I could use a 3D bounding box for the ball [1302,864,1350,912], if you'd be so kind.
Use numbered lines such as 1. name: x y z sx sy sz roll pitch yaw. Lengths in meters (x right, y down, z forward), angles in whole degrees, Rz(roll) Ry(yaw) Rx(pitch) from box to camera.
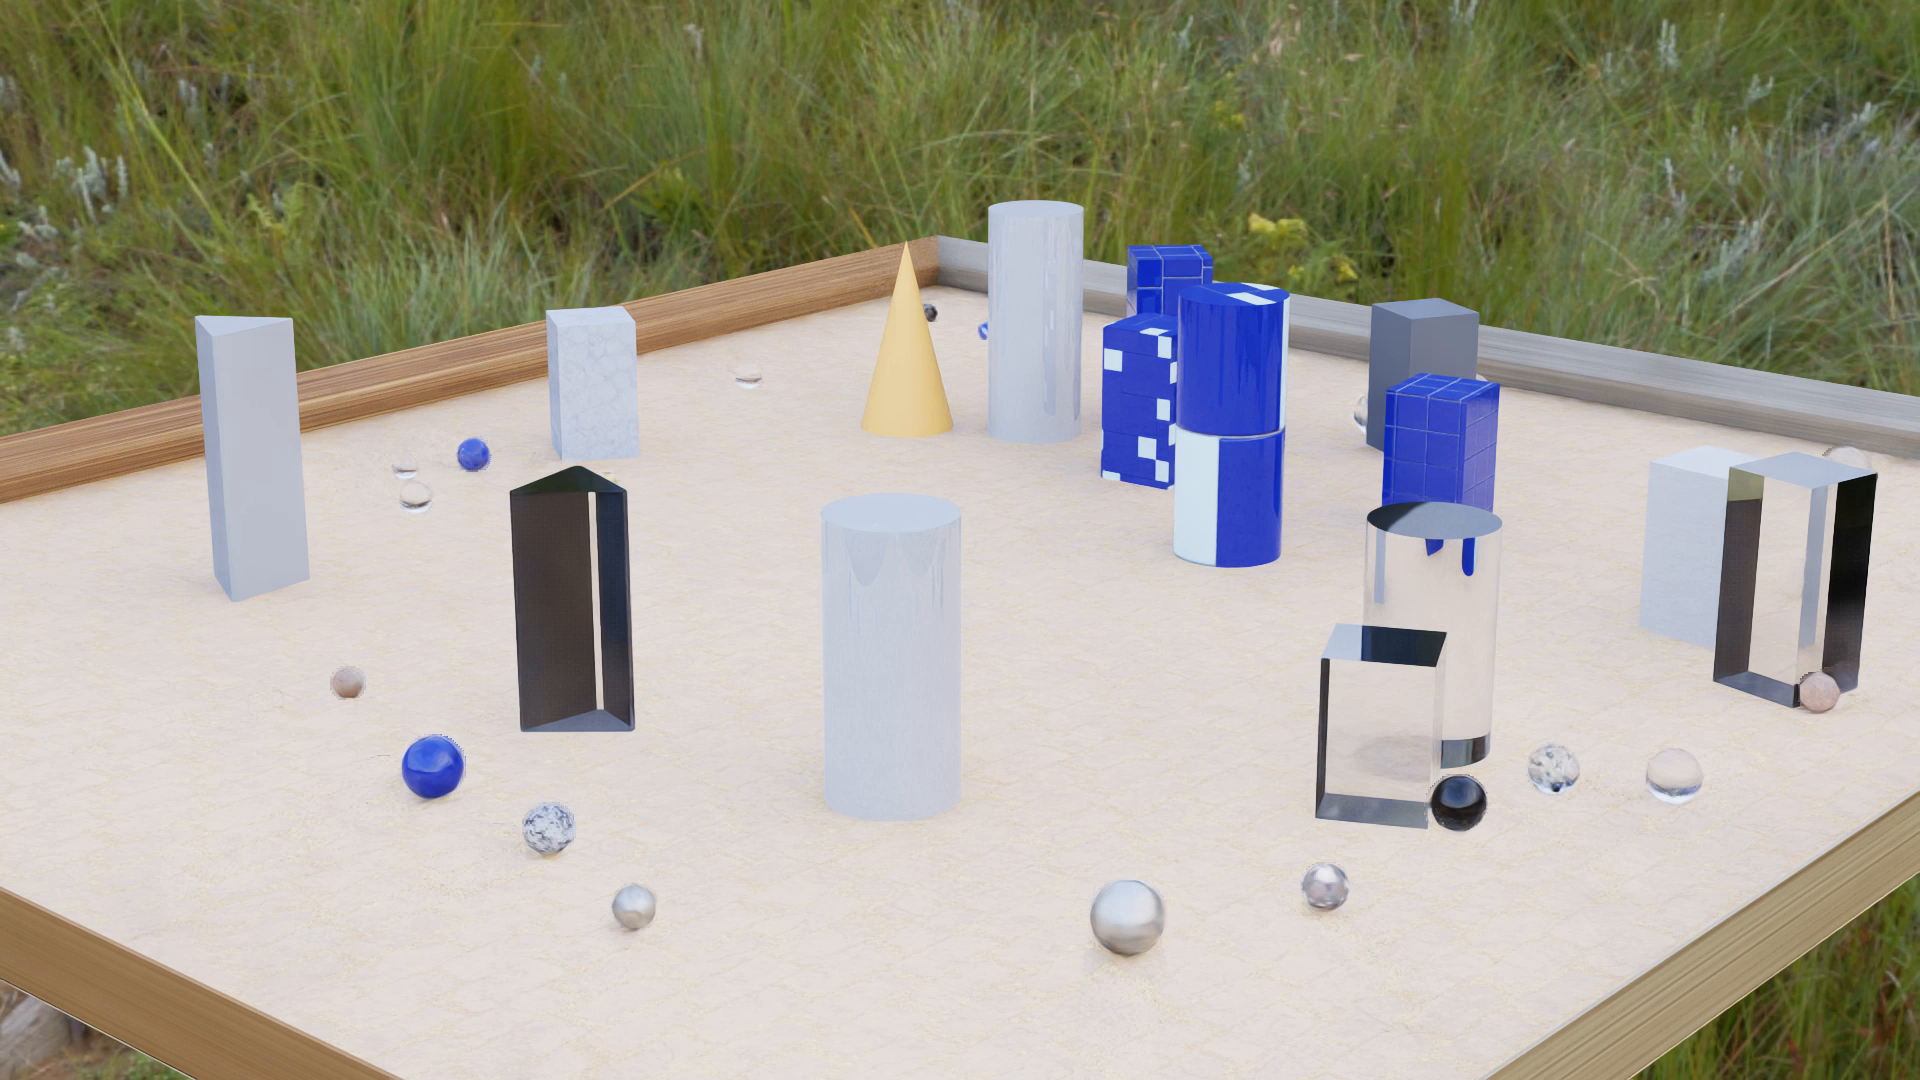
1. ball: 0.479 0.455 3.838 0.062 0.062 0.062 0 17 0

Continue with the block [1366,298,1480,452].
1. block: 0.951 -0.331 6.037 0.159 0.298 0.159 -7 18 -21

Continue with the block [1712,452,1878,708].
1. block: 1.318 0.061 4.634 0.159 0.357 0.159 -12 20 -34

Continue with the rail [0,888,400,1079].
1. rail: -1.271 0.455 3.718 3.567 0.129 0.045 14 22 39

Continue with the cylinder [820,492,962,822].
1. cylinder: -0.097 0.165 4.169 0.198 0.426 0.198 0 17 0

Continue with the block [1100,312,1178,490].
1. block: 0.393 -0.279 5.841 0.159 0.311 0.159 12 20 34

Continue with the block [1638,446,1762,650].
1. block: 1.260 0.010 4.914 0.159 0.291 0.159 -14 22 -40

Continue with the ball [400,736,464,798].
1. ball: -0.758 0.327 4.214 0.090 0.090 0.090 0 17 0

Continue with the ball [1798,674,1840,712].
1. ball: 1.336 0.238 4.559 0.061 0.061 0.061 0 17 0

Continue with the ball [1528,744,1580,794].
1. ball: 0.856 0.331 4.229 0.073 0.073 0.073 0 17 0

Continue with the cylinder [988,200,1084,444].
1. cylinder: 0.157 -0.457 6.143 0.198 0.478 0.198 0 17 0

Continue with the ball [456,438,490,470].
1. ball: -0.982 -0.173 5.913 0.066 0.066 0.066 0 17 0

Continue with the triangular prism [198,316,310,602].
1. triangular prism: -1.270 -0.151 5.135 0.149 0.473 0.172 12 21 35

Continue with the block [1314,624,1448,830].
1. block: 0.599 0.263 4.166 0.159 0.240 0.159 4 17 14

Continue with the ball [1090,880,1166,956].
1. ball: 0.212 0.477 3.705 0.096 0.096 0.096 0 17 0

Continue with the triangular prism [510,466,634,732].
1. triangular prism: -0.587 0.089 4.500 0.172 0.381 0.149 0 17 -1

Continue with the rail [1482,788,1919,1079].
1. rail: 1.329 0.365 4.015 0.045 0.129 3.926 14 22 39

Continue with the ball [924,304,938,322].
1. ball: -0.079 -0.559 7.230 0.047 0.047 0.047 0 17 0

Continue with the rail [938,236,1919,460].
1. rail: 1.271 -0.390 6.522 3.567 0.129 0.045 14 22 39

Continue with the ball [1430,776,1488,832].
1. ball: 0.695 0.367 4.083 0.078 0.078 0.078 0 17 0

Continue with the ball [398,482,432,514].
1. ball: -1.042 -0.080 5.612 0.063 0.063 0.063 0 17 0

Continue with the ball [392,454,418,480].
1. ball: -1.106 -0.146 5.849 0.052 0.052 0.052 0 17 0

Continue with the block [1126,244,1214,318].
1. block: 0.443 -0.432 6.250 0.159 0.368 0.159 -1 17 -4

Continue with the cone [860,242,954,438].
1. cone: -0.113 -0.437 6.208 0.198 0.402 0.198 0 17 0

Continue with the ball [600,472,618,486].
1. ball: -0.693 -0.112 5.756 0.041 0.041 0.041 0 17 0

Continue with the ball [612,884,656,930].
1. ball: -0.420 0.474 3.783 0.057 0.057 0.057 0 17 0

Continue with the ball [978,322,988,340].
1. ball: 0.064 -0.502 7.048 0.042 0.042 0.042 0 17 0

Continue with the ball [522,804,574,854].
1. ball: -0.564 0.396 4.020 0.070 0.070 0.070 0 17 0

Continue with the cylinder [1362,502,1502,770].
1. cylinder: 0.700 0.140 4.374 0.198 0.354 0.198 0 17 0

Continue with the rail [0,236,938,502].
1. rail: -1.329 -0.301 6.225 0.045 0.129 3.926 14 22 39

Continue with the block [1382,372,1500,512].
1. block: 0.896 -0.151 5.475 0.159 0.278 0.159 10 19 30

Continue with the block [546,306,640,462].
1. block: -0.755 -0.322 6.031 0.159 0.283 0.159 -5 17 -15

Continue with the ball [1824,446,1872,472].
1. ball: 1.730 -0.134 5.726 0.099 0.099 0.099 0 17 0

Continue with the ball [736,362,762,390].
1. ball: -0.473 -0.369 6.571 0.062 0.062 0.062 0 17 0

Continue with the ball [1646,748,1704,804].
1. ball: 1.022 0.338 4.194 0.080 0.080 0.080 0 17 0

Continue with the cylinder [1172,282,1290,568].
1. cylinder: 0.490 -0.209 5.313 0.198 0.482 0.198 0 17 0

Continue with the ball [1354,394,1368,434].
1. ball: 0.875 -0.264 6.167 0.094 0.094 0.094 0 17 0

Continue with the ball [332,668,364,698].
1. ball: -0.965 0.226 4.620 0.049 0.049 0.049 0 17 0
